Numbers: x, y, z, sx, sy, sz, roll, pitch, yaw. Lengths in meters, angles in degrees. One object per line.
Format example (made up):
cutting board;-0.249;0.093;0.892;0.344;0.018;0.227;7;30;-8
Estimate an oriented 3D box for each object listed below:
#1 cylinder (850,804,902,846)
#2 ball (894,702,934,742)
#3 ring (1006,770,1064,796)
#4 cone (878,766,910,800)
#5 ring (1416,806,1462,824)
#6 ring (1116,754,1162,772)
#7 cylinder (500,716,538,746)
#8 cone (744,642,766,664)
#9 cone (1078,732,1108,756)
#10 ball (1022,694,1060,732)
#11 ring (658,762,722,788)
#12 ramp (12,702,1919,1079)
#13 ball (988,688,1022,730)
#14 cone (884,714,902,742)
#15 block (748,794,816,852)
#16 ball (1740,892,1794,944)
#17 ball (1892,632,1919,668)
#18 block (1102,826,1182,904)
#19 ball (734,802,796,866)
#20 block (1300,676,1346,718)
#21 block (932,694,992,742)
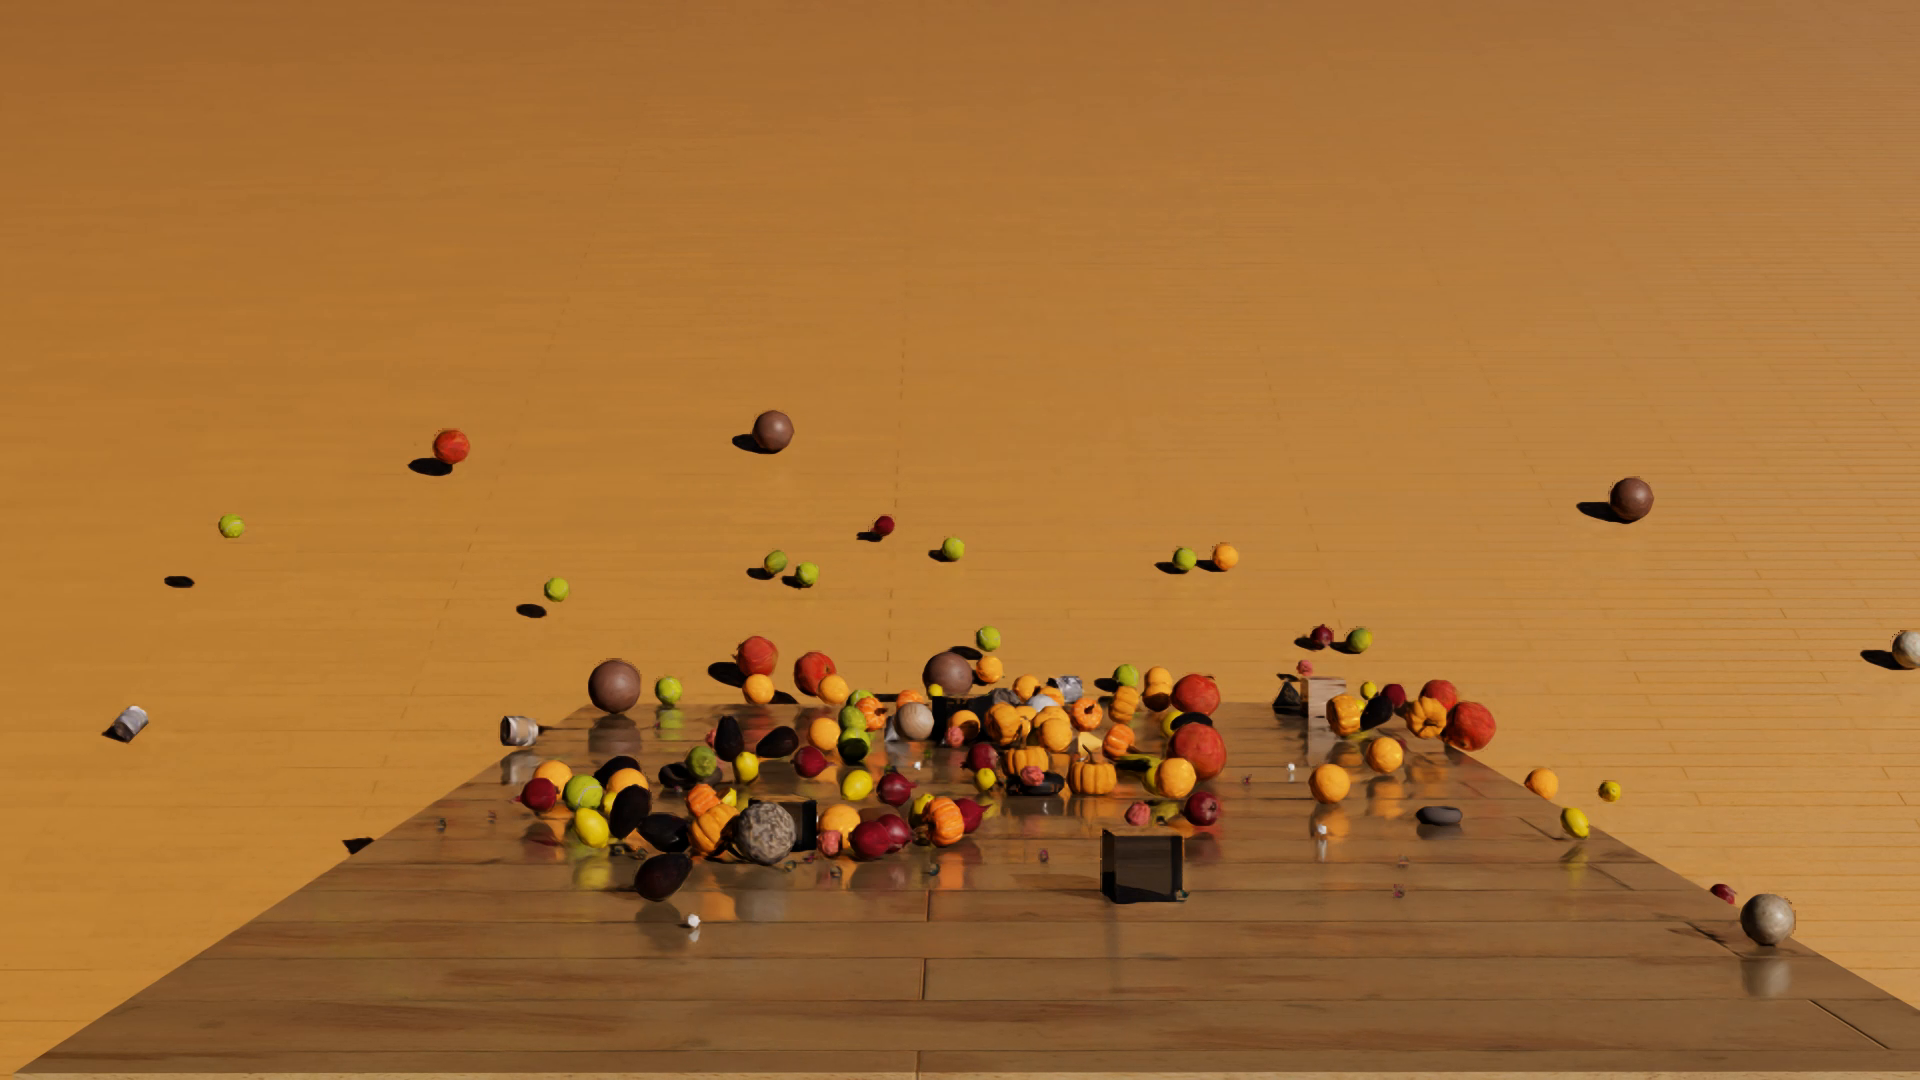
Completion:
cylinder;-0.133;0.454;4.104;0.062;0.062;0.062;11;6;22
ball;-0.091;0.359;5.073;0.081;0.081;0.081;0;25;0
ring;0.139;0.448;4.752;0.109;0.036;0.109;-1;2;0
cone;-0.119;0.437;4.679;0.061;0.061;0.061;0;2;0
ring;0.808;0.465;4.349;0.075;0.025;0.075;0;0;0
ring;0.354;0.440;5.095;0.093;0.031;0.093;4;-1;0
cylinder;-0.944;0.409;5.512;0.062;0.062;0.062;3;20;-32
cone;-0.544;0.305;6.933;0.057;0.057;0.057;3;22;-27
cone;0.280;0.420;5.323;0.054;0.054;0.054;-5;21;28
ball;0.182;0.392;5.818;0.087;0.087;0.087;0;25;0
ring;-0.508;0.444;4.856;0.120;0.040;0.120;1;3;0
ramp;0.058;0.521;4.560;2.000;0.100;4.000;0;2;0
ball;0.095;0.386;5.897;0.095;0.095;0.095;0;25;0
cone;-0.151;0.426;5.645;0.064;0.064;0.064;14;36;27
block;-0.280;0.447;4.057;0.078;0.078;0.078;-1;2;-30
ball;1.015;0.476;3.241;0.065;0.065;0.065;0;25;0
ball;2.549;0.295;6.908;0.100;0.100;0.100;0;25;0
block;0.253;0.453;3.599;0.092;0.092;0.092;0;2;-9
ball;-0.295;0.443;3.894;0.095;0.095;0.095;0;25;0
block;0.875;0.378;6.218;0.090;0.090;0.090;0;2;-6
block;0.005;0.392;5.701;0.094;0.094;0.094;1;2;32
